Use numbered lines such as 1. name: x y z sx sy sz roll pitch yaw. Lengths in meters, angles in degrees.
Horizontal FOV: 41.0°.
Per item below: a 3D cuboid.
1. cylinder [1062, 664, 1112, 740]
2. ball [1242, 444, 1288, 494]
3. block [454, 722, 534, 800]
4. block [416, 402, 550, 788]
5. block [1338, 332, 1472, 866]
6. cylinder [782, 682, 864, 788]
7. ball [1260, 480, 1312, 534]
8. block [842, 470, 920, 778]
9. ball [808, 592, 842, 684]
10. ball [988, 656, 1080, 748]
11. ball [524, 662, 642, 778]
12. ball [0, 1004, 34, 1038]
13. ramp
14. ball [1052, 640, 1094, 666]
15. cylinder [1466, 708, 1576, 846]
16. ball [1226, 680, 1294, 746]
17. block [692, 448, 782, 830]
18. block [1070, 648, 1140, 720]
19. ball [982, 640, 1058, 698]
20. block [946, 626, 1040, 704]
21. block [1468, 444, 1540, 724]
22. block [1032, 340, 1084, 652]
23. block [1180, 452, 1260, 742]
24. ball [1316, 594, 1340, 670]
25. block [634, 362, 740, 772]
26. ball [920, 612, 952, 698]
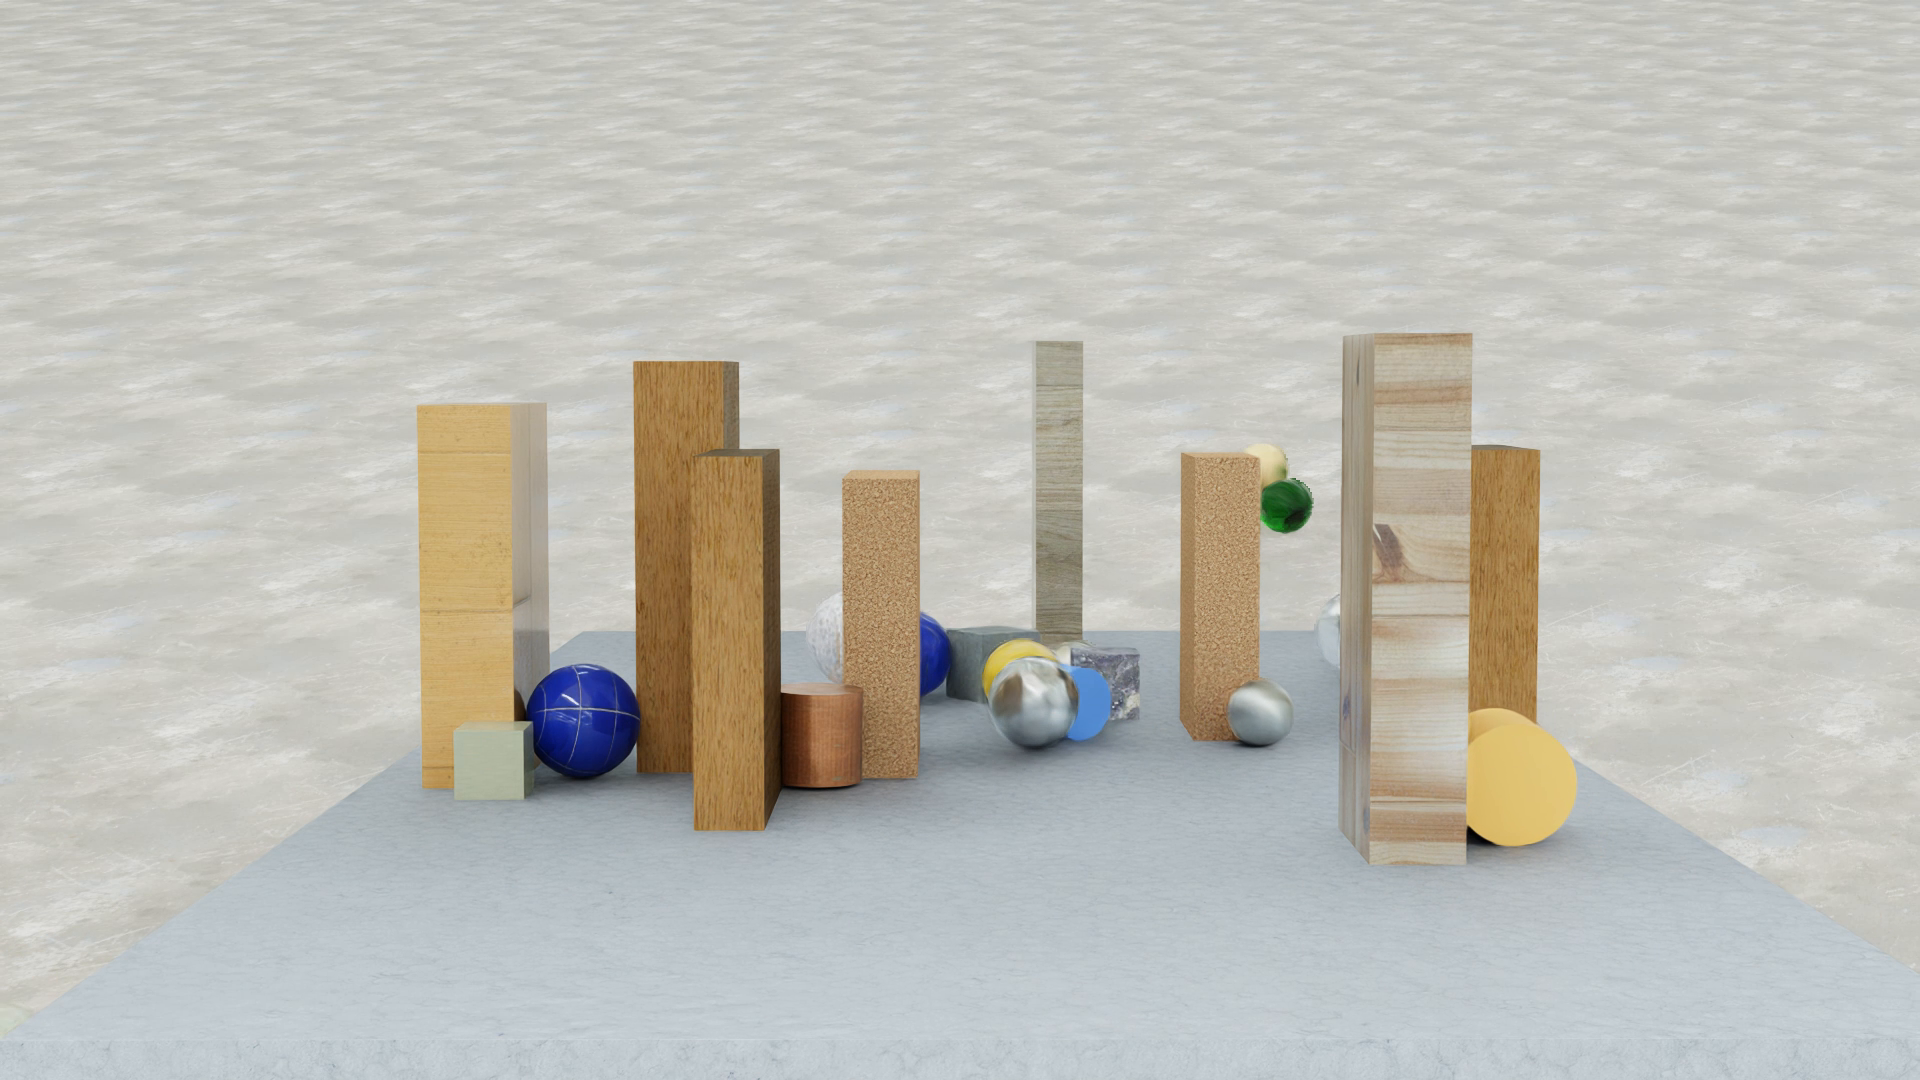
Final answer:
1. cylinder: 0.182 0.290 4.643 0.130 0.130 0.130 -13 10 -32
2. ball: 0.918 -0.213 7.829 0.164 0.164 0.164 0 19 0
3. block: -0.727 0.344 4.008 0.107 0.107 0.107 0 4 -1
4. block: -0.779 0.079 4.226 0.146 0.606 0.363 0 4 0
5. block: 0.611 0.072 3.546 0.129 0.709 0.279 0 4 0
6. cylinder: -0.228 0.310 4.099 0.146 0.146 0.146 1 5 0
7. ball: 0.952 -0.099 7.513 0.158 0.158 0.158 0 19 0
8. block: -0.130 0.132 4.331 0.120 0.486 0.363 0 4 0
9. ball: -0.216 0.206 5.350 0.205 0.205 0.205 0 19 0
10. ball: 0.129 0.283 4.480 0.161 0.161 0.161 0 19 0
11. ball: -0.612 0.293 4.167 0.187 0.187 0.187 0 19 0
12. ball: -1.708 0.924 4.554 0.201 0.201 0.201 0 19 0
13. ramp: 0.046 0.412 4.536 2.000 0.100 4.000 0 4 0
14. ball: 0.231 0.262 5.121 0.122 0.122 0.122 0 19 0
15. cylinder: 0.772 0.335 3.645 0.171 0.171 0.171 0 4 1
16. ball: 0.528 0.304 4.518 0.117 0.117 0.117 0 19 0
17. block: -0.332 0.138 3.854 0.101 0.538 0.367 0 4 0
18. block: 0.277 0.274 4.915 0.125 0.125 0.125 0 4 0
19. ball: 0.118 0.264 4.874 0.151 0.151 0.151 0 19 0
20. block: 0.065 0.250 5.189 0.137 0.137 0.137 -2 4 -33
21. block: 0.950 0.090 4.705 0.147 0.520 0.328 0 4 0
22. block: 0.200 -0.049 5.300 0.094 0.719 0.275 0 4 0
23. block: 0.475 0.097 4.707 0.116 0.506 0.288 0 4 0
24. ball: 0.870 0.199 5.585 0.187 0.187 0.187 0 19 0
25. block: -0.459 0.036 4.357 0.146 0.676 0.317 0 4 0
26. ball: -0.106 0.230 5.161 0.181 0.181 0.181 0 19 0
